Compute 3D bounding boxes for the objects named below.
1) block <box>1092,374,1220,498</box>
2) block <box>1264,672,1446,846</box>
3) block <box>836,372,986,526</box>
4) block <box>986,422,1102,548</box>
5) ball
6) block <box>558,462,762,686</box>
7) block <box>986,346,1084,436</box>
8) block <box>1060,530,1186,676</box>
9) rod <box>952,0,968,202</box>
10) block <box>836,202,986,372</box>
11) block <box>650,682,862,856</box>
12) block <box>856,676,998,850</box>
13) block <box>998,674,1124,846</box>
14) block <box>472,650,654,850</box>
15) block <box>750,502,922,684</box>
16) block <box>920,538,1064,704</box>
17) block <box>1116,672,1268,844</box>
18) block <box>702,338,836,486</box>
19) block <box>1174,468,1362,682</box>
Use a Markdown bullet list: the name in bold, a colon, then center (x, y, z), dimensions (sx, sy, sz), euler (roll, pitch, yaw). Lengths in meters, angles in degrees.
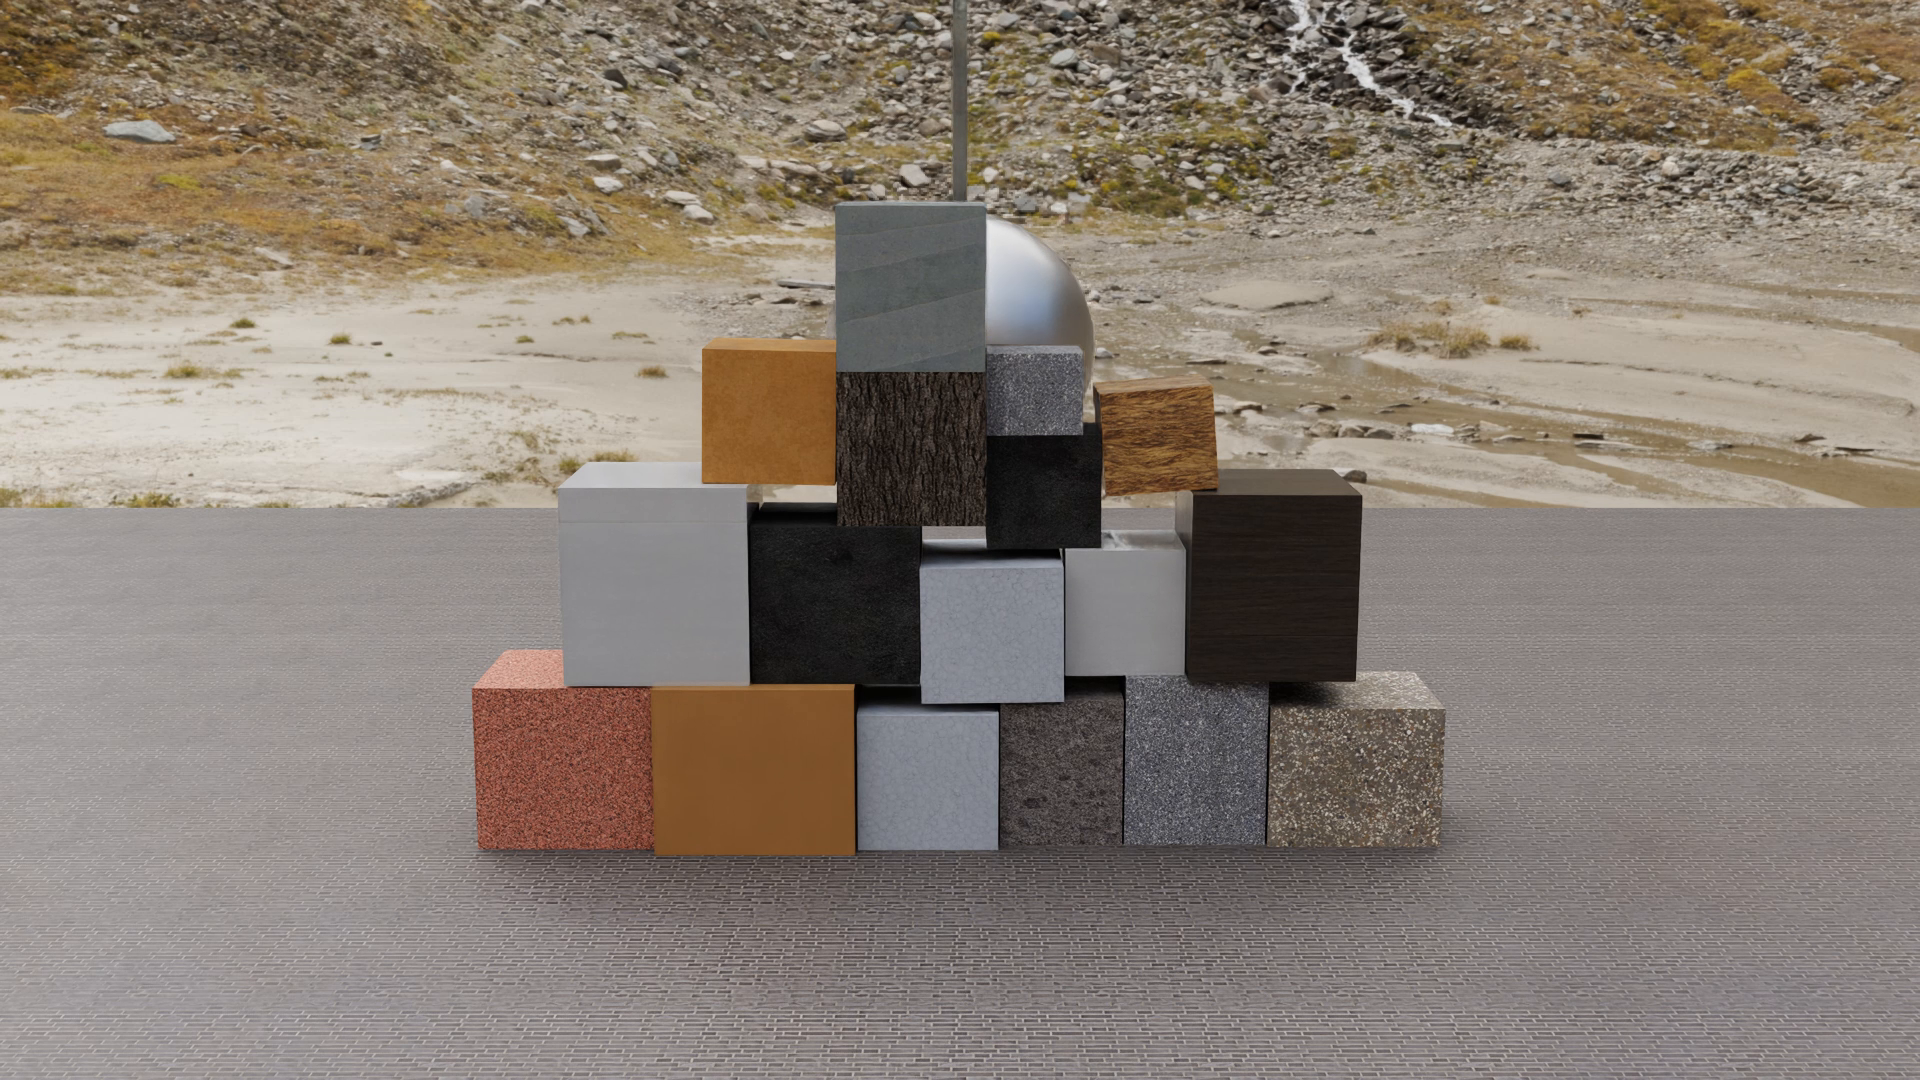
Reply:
- **block**: center (0.980, -0.533, 11.077), dimensions (0.556, 0.510, 0.541), euler (-5, 10, 1)
- **block**: center (1.983, 1.123, 11.391), dimensions (0.869, 0.715, 0.781), euler (0, 10, 0)
- **block**: center (-0.236, -0.507, 11.100), dimensions (0.732, 0.761, 0.729), euler (0, 10, 0)
- **block**: center (0.416, -0.281, 11.143), dimensions (0.570, 0.568, 0.494), euler (0, 10, 0)
- **ball**: center (0.000, -1.144, 13.081), dimensions (1.600, 1.600, 1.600), euler (0, 10, 0)
- **block**: center (-1.499, 0.155, 11.218), dimensions (0.919, 0.991, 0.882), euler (0, 10, 0)
- **block**: center (0.370, -0.754, 11.033), dimensions (0.474, 0.403, 0.436), euler (0, 10, 0)
- **block**: center (0.823, 0.312, 11.233), dimensions (0.596, 0.637, 0.585), euler (0, 10, 0)
- **rod**: center (0.000, -4.073, 11.353), dimensions (0.080, 5.200, 0.080), euler (0, 31, 0)
- **block**: center (-0.237, -1.269, 10.931), dimensions (0.724, 0.798, 0.679), euler (0, 10, 0)
- **block**: center (-1.020, 1.060, 11.375), dimensions (0.997, 0.845, 1.039), euler (0, 10, 0)
- **block**: center (-0.160, 1.137, 11.369), dimensions (0.703, 0.695, 0.835), euler (0, 10, 0)
- **block**: center (0.509, 1.108, 11.374), dimensions (0.616, 0.751, 0.709), euler (0, 10, 0)
- **block**: center (-1.973, 1.068, 11.372), dimensions (0.888, 0.830, 0.841), euler (0, 10, 0)
- **block**: center (-0.614, 0.259, 11.213), dimensions (0.829, 0.789, 0.759), euler (0, 10, 0)
- **block**: center (0.159, 0.402, 11.253), dimensions (0.707, 0.682, 0.805), euler (-1, 10, 0)
- **block**: center (1.183, 1.048, 11.382), dimensions (0.712, 0.865, 0.729), euler (0, 10, 0)
- **block**: center (-0.936, -0.656, 11.078), dimensions (0.657, 0.659, 0.628), euler (1, 10, 0)
- **block**: center (1.548, 0.163, 11.224), dimensions (0.826, 0.934, 0.874), euler (0, 10, 0)
